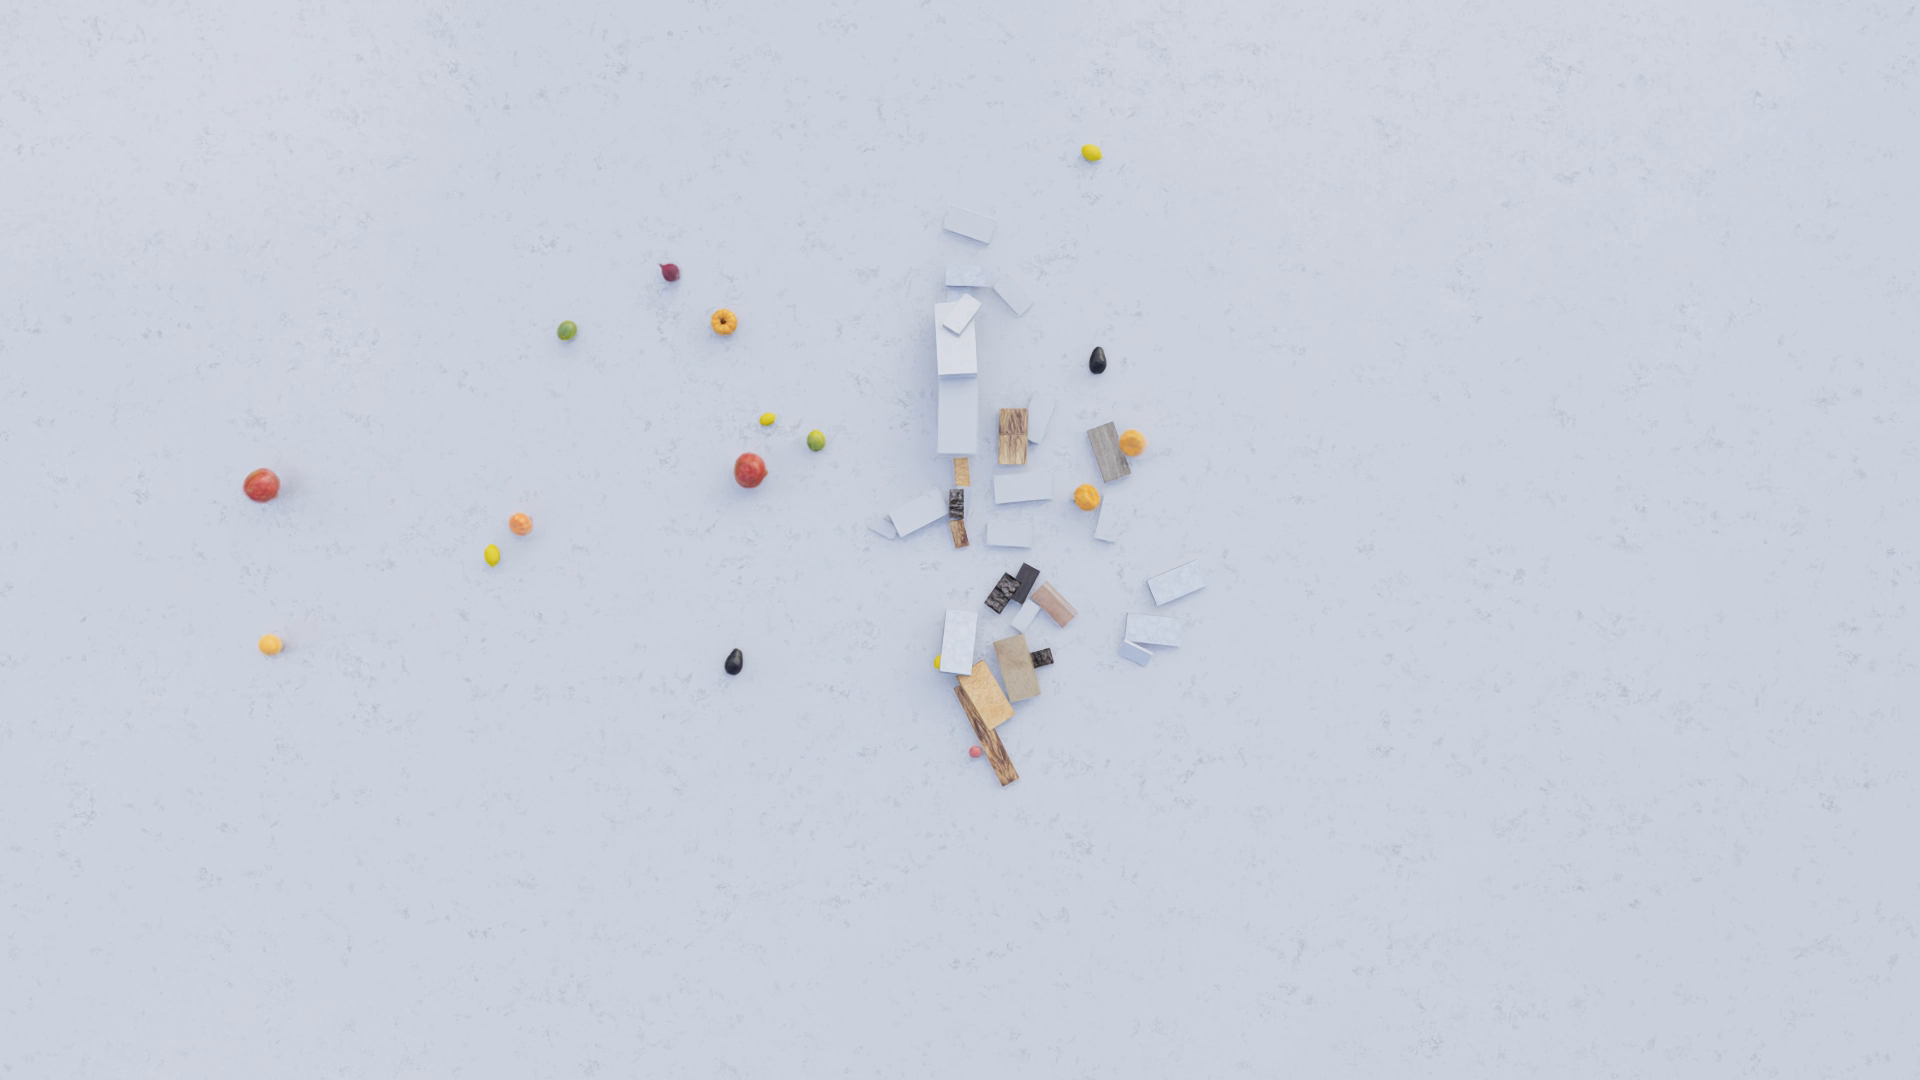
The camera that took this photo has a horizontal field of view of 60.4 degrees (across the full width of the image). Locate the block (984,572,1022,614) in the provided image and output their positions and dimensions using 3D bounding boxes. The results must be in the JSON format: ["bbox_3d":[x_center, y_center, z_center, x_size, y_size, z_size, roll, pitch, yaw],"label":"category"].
[{"bbox_3d":[0.142,0.176,5.478,0.063,0.018,0.127,36,93,21],"label":"block"}]

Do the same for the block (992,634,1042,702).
[{"bbox_3d":[0.190,0.424,5.474,0.104,0.030,0.209,-17,90,13],"label":"block"}]

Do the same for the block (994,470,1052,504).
[{"bbox_3d":[0.208,-0.176,5.487,0.188,0.026,0.092,-6,90,0],"label":"block"}]

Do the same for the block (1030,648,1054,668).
[{"bbox_3d":[0.256,0.398,5.493,0.104,0.015,0.052,-15,90,0],"label":"block"}]

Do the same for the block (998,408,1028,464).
[{"bbox_3d":[0.176,-0.343,5.469,0.092,0.026,0.185,1,90,24],"label":"block"}]

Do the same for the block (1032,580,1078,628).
[{"bbox_3d":[0.315,0.214,5.489,0.075,0.021,0.149,-45,90,0],"label":"block"}]

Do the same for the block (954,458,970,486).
[{"bbox_3d":[0.006,-0.226,5.493,0.048,0.014,0.095,-5,90,0],"label":"block"}]

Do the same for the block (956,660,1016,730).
[{"bbox_3d":[0.085,0.516,5.472,0.104,0.030,0.209,-31,91,-13],"label":"block"}]

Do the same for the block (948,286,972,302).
[{"bbox_3d":[-0.002,-0.686,5.489,0.079,0.022,0.449,0,90,0],"label":"block"}]

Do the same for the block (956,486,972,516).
[{"bbox_3d":[0.009,-0.132,5.486,0.048,0.014,0.095,6,99,0],"label":"block"}]

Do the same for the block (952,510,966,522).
[{"bbox_3d":[-0.008,-0.105,5.477,0.046,0.013,0.093,-6,99,2],"label":"block"}]

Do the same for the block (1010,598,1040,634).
[{"bbox_3d":[0.218,0.252,5.493,0.052,0.015,0.104,35,90,0],"label":"block"}]

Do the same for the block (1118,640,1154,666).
[{"bbox_3d":[0.583,0.374,5.479,0.104,0.015,0.052,26,124,0],"label":"block"}]

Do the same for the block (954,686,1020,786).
[{"bbox_3d":[0.088,0.643,5.491,0.063,0.018,0.365,-27,90,0],"label":"block"}]

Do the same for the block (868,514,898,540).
[{"bbox_3d":[-0.255,-0.043,5.493,0.093,0.013,0.046,27,90,0],"label":"block"}]

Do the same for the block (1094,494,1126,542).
[{"bbox_3d":[0.499,-0.073,5.489,0.075,0.021,0.149,13,90,0],"label":"block"}]

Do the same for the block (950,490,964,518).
[{"bbox_3d":[-0.011,-0.120,5.461,0.048,0.014,0.095,0,99,1],"label":"block"}]

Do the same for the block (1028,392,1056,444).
[{"bbox_3d":[0.257,-0.407,5.489,0.079,0.022,0.158,22,90,0],"label":"block"}]

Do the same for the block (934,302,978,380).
[{"bbox_3d":[-0.014,-0.657,5.422,0.127,0.036,0.255,-3,73,0],"label":"block"}]

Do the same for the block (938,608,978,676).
[{"bbox_3d":[-0.006,0.339,5.456,0.104,0.030,0.209,8,76,-5],"label":"block"}]

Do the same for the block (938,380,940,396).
[{"bbox_3d":[-0.010,-0.525,5.460,0.127,0.036,0.255,0,90,0],"label":"block"}]

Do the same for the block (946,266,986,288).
[{"bbox_3d":[0.020,-0.874,5.468,0.133,0.019,0.067,2,90,0],"label":"block"}]

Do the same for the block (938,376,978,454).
[{"bbox_3d":[-0.006,-0.411,5.423,0.127,0.036,0.255,1,90,0],"label":"block"}]

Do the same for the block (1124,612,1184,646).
[{"bbox_3d":[0.644,0.298,5.487,0.185,0.026,0.092,6,90,0],"label":"block"}]

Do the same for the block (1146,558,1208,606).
[{"bbox_3d":[0.723,0.141,5.487,0.185,0.026,0.092,-23,90,0],"label":"block"}]

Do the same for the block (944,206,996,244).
[{"bbox_3d":[0.033,-1.048,5.489,0.158,0.022,0.079,18,90,0],"label":"block"}]

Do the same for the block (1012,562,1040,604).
[{"bbox_3d":[0.210,0.145,5.491,0.063,0.018,0.127,28,90,0],"label":"block"}]

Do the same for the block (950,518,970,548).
[{"bbox_3d":[-0.002,-0.022,5.480,0.046,0.013,0.093,-13,105,4],"label":"block"}]

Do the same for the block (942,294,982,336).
[{"bbox_3d":[0.008,-0.740,5.419,0.067,0.019,0.133,34,76,11],"label":"block"}]

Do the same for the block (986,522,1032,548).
[{"bbox_3d":[0.165,-0.018,5.489,0.149,0.021,0.075,4,90,0],"label":"block"}]

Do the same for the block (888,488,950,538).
[{"bbox_3d":[-0.136,-0.091,5.480,0.185,0.026,0.092,-27,90,-4],"label":"block"}]

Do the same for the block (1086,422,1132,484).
[{"bbox_3d":[0.495,-0.292,5.487,0.092,0.026,0.184,-20,90,0],"label":"block"}]

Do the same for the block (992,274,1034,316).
[{"bbox_3d":[0.177,-0.816,5.491,0.067,0.019,0.133,-43,90,0],"label":"block"}]
